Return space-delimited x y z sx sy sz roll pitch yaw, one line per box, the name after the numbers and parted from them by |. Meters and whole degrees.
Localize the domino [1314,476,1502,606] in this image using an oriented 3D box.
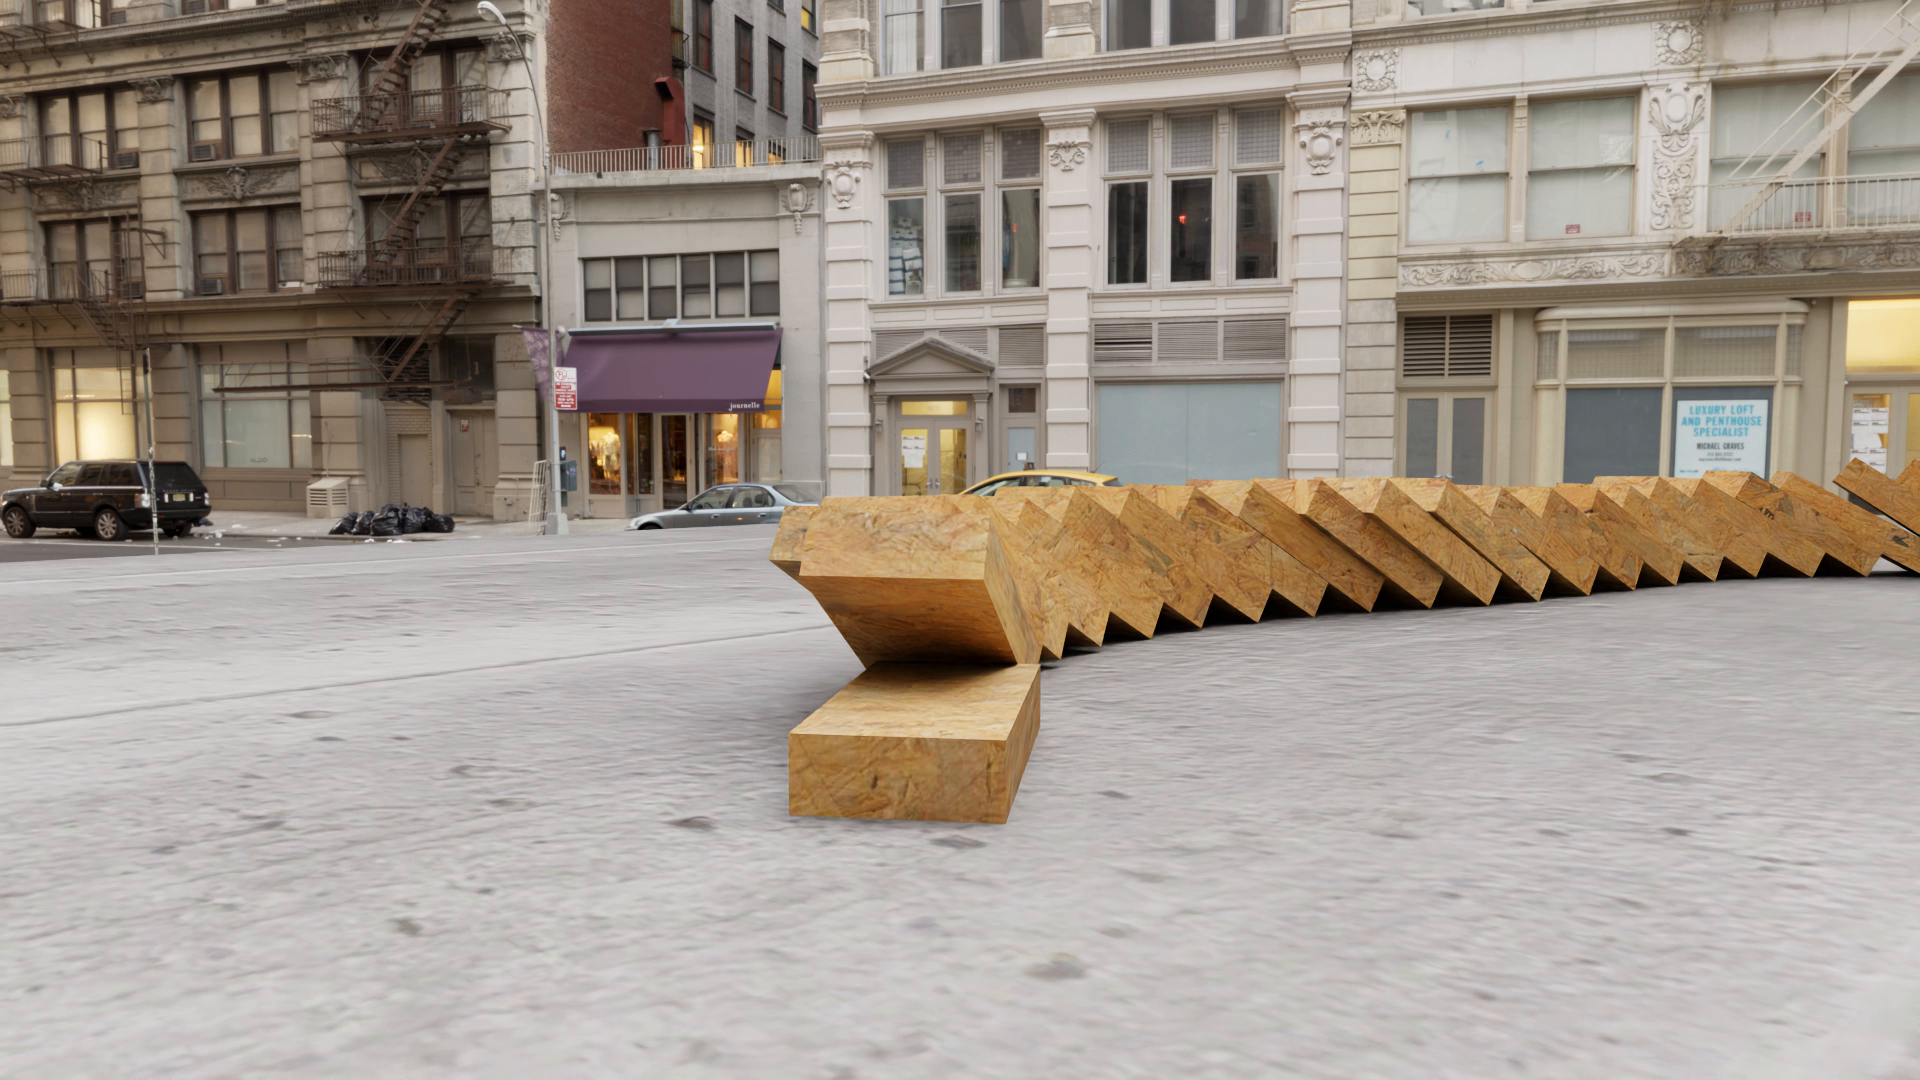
0.116 0.000 0.337 0.050 0.009 0.025 32 -12 -27 | domino

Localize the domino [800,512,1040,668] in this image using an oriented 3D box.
-0.004 0.012 0.192 0.025 0.010 0.050 1 -26 12 | domino

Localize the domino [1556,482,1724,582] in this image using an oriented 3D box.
0.209 -0.002 0.397 0.050 0.009 0.025 27 -8 -25 | domino

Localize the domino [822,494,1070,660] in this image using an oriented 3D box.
-0.002 0.008 0.234 0.025 0.010 0.050 0 -26 32 | domino

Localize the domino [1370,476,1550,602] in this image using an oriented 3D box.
0.133 0.000 0.346 0.050 0.010 0.025 33 -13 -29 | domino

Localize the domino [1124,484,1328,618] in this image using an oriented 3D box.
0.064 0.003 0.314 0.050 0.009 0.025 31 -12 -29 | domino

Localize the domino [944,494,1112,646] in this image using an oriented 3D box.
0.006 0.007 0.254 0.025 0.010 0.050 0 -25 39 | domino

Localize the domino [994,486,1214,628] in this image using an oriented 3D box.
0.032 0.004 0.289 0.050 0.009 0.025 33 -18 -34 | domino

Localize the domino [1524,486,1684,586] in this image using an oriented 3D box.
0.191 -0.001 0.384 0.050 0.010 0.025 27 -10 -30 | domino

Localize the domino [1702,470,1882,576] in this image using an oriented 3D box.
0.271 -0.006 0.421 0.050 0.010 0.025 31 4 -2 | domino

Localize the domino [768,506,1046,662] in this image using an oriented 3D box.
-0.007 0.010 0.216 0.025 0.010 0.050 2 -25 29 | domino

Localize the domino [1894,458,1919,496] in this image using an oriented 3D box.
0.330 -0.007 0.412 0.025 0.010 0.050 1 37 -44 | domino

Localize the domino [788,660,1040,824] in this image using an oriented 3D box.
-0.004 0.025 0.170 0.025 0.010 0.050 1 4 8 | domino

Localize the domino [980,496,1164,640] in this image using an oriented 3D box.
0.019 0.006 0.274 0.025 0.010 0.050 5 -22 46 | domino

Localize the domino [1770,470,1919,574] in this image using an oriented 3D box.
0.295 -0.006 0.425 0.050 0.009 0.025 33 16 18 | domino

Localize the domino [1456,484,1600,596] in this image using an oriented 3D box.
0.153 0.000 0.359 0.050 0.010 0.025 29 -11 -30 | domino

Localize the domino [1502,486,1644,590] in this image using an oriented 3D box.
0.172 -0.001 0.371 0.050 0.009 0.025 28 -11 -30 | domino

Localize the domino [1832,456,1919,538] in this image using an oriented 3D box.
0.313 -0.008 0.421 0.050 0.010 0.025 43 23 25 | domino

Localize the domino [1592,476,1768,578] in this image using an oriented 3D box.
0.228 -0.004 0.409 0.050 0.009 0.025 28 -6 -17 | domino

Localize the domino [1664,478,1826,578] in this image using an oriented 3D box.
0.250 -0.005 0.417 0.050 0.009 0.025 27 0 -8 | domino

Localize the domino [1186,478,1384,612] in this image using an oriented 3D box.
0.081 0.001 0.324 0.050 0.010 0.025 32 -11 -26 | domino

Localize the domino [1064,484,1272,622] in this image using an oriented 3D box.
0.047 0.003 0.303 0.050 0.009 0.025 32 -13 -30 | domino

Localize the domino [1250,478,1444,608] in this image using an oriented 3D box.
0.098 0.001 0.331 0.050 0.009 0.025 32 -12 -26 | domino
